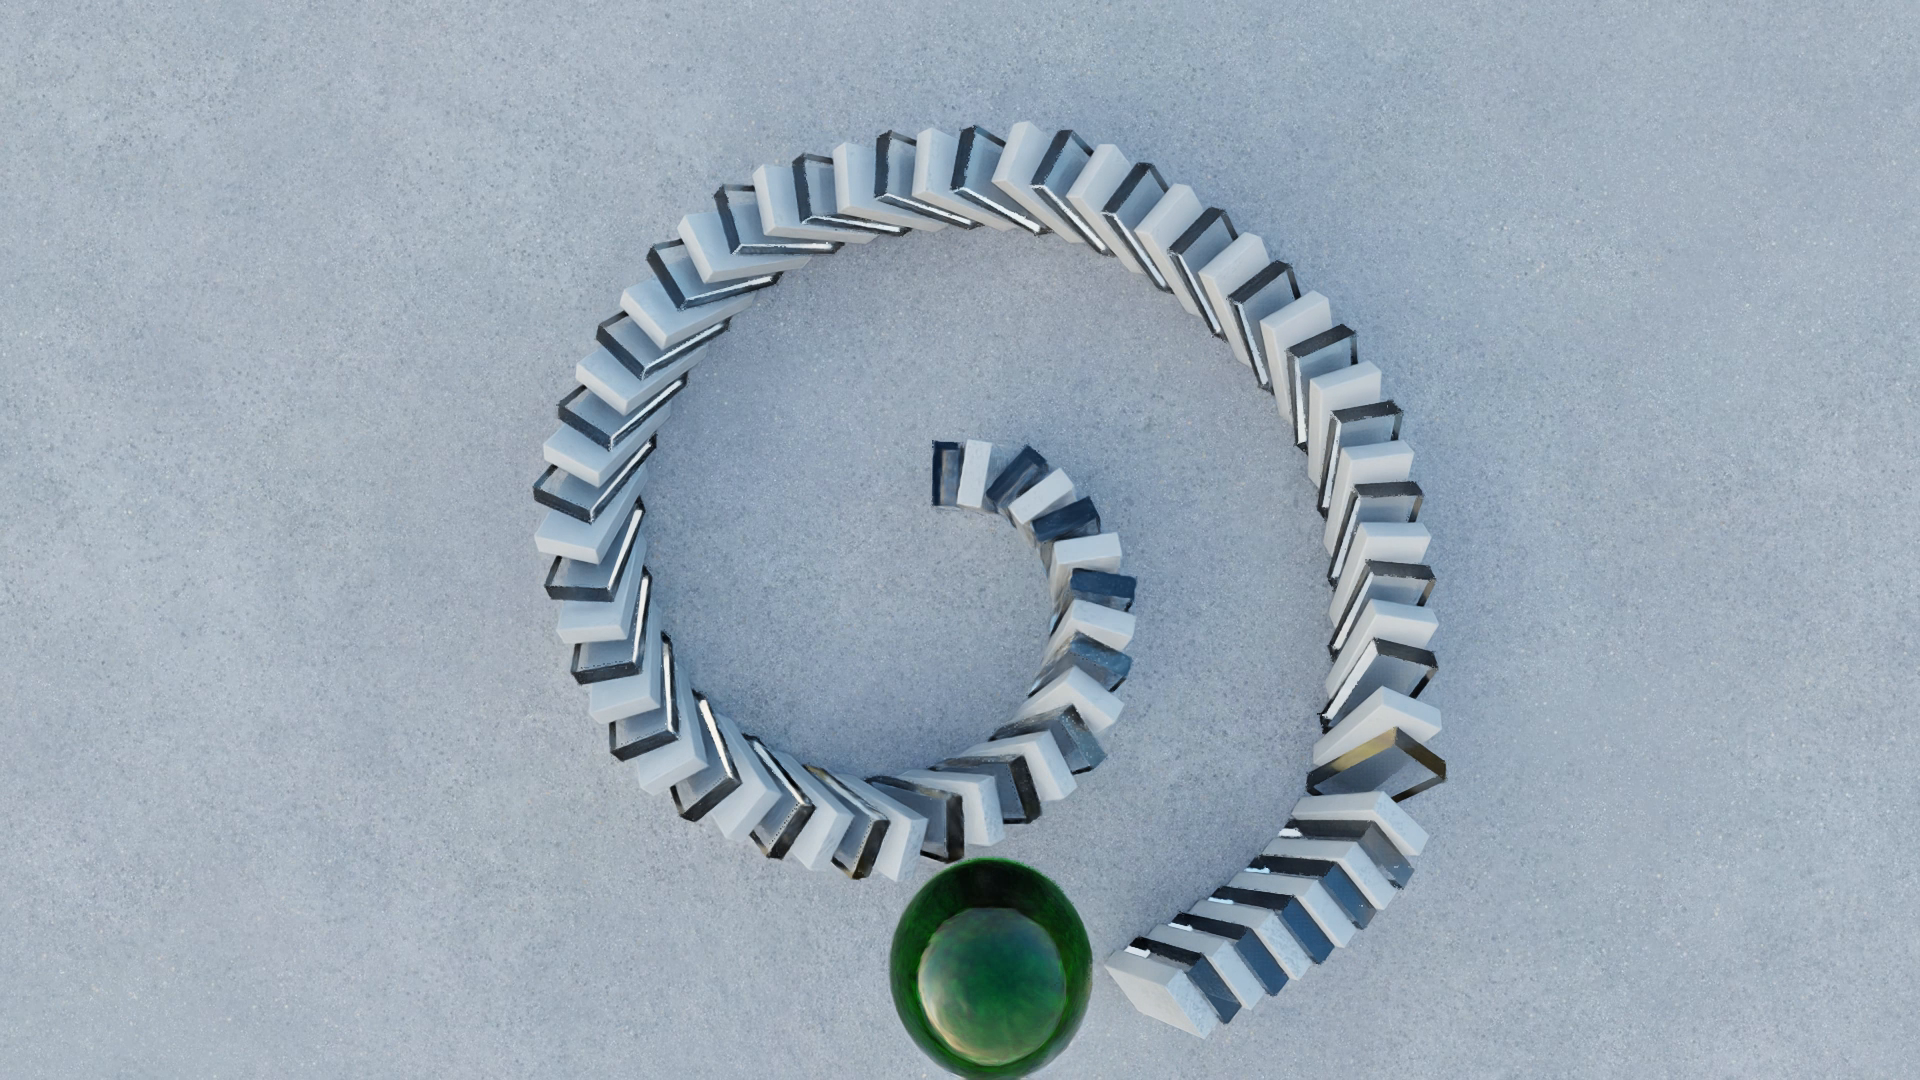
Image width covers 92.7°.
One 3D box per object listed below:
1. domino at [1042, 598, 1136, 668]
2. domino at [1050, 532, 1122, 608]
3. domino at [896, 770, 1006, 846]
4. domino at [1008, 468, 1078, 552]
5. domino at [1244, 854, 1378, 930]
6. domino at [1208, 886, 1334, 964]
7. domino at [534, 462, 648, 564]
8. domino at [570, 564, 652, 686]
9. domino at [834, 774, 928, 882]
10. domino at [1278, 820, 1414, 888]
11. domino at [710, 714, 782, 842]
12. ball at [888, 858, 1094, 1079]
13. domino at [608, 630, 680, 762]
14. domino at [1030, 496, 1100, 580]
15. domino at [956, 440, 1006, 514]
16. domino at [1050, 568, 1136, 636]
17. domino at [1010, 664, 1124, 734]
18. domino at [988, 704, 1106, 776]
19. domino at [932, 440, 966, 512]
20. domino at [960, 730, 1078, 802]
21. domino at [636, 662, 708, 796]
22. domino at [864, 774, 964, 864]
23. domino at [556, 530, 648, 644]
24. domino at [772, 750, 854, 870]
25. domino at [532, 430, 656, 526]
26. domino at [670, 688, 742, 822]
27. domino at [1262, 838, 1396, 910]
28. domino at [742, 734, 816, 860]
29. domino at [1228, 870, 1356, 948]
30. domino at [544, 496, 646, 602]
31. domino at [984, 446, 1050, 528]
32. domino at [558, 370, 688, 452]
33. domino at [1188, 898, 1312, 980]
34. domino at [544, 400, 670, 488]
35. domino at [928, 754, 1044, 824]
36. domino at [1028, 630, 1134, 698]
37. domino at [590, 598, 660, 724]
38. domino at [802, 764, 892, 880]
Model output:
[{"bbox_3d":[0.052,0.042,0.376,0.025,0.050,0.009,17,59,0],"label":"domino"},{"bbox_3d":[0.051,0.013,0.375,0.025,0.050,0.010,-8,66,0],"label":"domino"},{"bbox_3d":[-0.004,0.110,0.379,0.009,0.050,0.025,-11,90,-44],"label":"domino"},{"bbox_3d":[0.035,-0.011,0.375,0.025,0.050,0.010,-36,74,0],"label":"domino"},{"bbox_3d":[0.142,0.143,0.375,0.009,0.050,0.025,-39,90,-25],"label":"domino"},{"bbox_3d":[0.126,0.157,0.375,0.010,0.050,0.025,-38,90,-25],"label":"domino"},{"bbox_3d":[-0.152,-0.014,0.380,0.025,0.010,0.050,13,49,0],"label":"domino"},{"bbox_3d":[-0.144,0.034,0.380,0.025,0.010,0.050,-10,50,0],"label":"domino"},{"bbox_3d":[-0.036,0.118,0.379,0.050,0.009,0.025,15,91,44],"label":"domino"},{"bbox_3d":[0.157,0.128,0.375,0.010,0.050,0.025,-40,90,-25],"label":"domino"},{"bbox_3d":[-0.096,0.098,0.380,0.025,0.009,0.050,-50,49,0],"label":"domino"},{"bbox_3d":[0.012,0.167,0.360,0.080,0.080,0.080,0,90,0],"label":"ball"},{"bbox_3d":[-0.132,0.064,0.380,0.025,0.010,0.050,-21,49,1],"label":"domino"},{"bbox_3d":[0.044,0.000,0.375,0.025,0.050,0.010,-24,70,0],"label":"domino"},{"bbox_3d":[0.010,-0.025,0.375,0.009,0.050,0.025,10,90,10],"label":"domino"},{"bbox_3d":[0.053,0.028,0.376,0.025,0.050,0.010,9,63,0],"label":"domino"},{"bbox_3d":[0.043,0.071,0.377,0.025,0.050,0.010,39,53,0],"label":"domino"},{"bbox_3d":[0.035,0.085,0.378,0.009,0.050,0.025,-33,90,-39],"label":"domino"},{"bbox_3d":[-0.004,-0.025,0.375,0.009,0.050,0.025,2,90,4],"label":"domino"},{"bbox_3d":[0.023,0.095,0.378,0.010,0.050,0.025,-26,90,-41],"label":"domino"},{"bbox_3d":[-0.122,0.077,0.380,0.025,0.009,0.050,-29,49,1],"label":"domino"},{"bbox_3d":[-0.020,0.115,0.379,0.050,0.009,0.025,-2,90,45],"label":"domino"},{"bbox_3d":[-0.148,0.019,0.380,0.025,0.009,0.050,-4,50,0],"label":"domino"},{"bbox_3d":[-0.067,0.111,0.380,0.050,0.009,0.025,27,90,42],"label":"domino"},{"bbox_3d":[-0.150,-0.031,0.380,0.025,0.010,0.050,23,50,1],"label":"domino"},{"bbox_3d":[-0.110,0.089,0.380,0.025,0.010,0.050,-39,48,0],"label":"domino"},{"bbox_3d":[0.150,0.136,0.375,0.009,0.050,0.025,-39,90,-25],"label":"domino"},{"bbox_3d":[-0.082,0.105,0.380,0.050,0.010,0.025,34,90,42],"label":"domino"},{"bbox_3d":[0.134,0.150,0.375,0.009,0.050,0.025,-39,90,-25],"label":"domino"},{"bbox_3d":[-0.150,0.003,0.380,0.025,0.010,0.050,3,49,0],"label":"domino"},{"bbox_3d":[0.025,-0.021,0.375,0.010,0.050,0.025,42,90,11],"label":"domino"},{"bbox_3d":[-0.139,-0.061,0.380,0.025,0.010,0.050,33,50,0],"label":"domino"},{"bbox_3d":[0.117,0.163,0.375,0.009,0.050,0.025,-38,90,-25],"label":"domino"},{"bbox_3d":[-0.145,-0.046,0.380,0.025,0.009,0.050,28,50,1],"label":"domino"},{"bbox_3d":[0.010,0.103,0.378,0.010,0.050,0.025,-19,90,-43],"label":"domino"},{"bbox_3d":[0.049,0.057,0.377,0.025,0.050,0.010,27,56,0],"label":"domino"},{"bbox_3d":[-0.138,0.049,0.380,0.025,0.010,0.050,-16,49,0],"label":"domino"},{"bbox_3d":[-0.052,0.116,0.379,0.050,0.009,0.025,21,90,43],"label":"domino"}]
